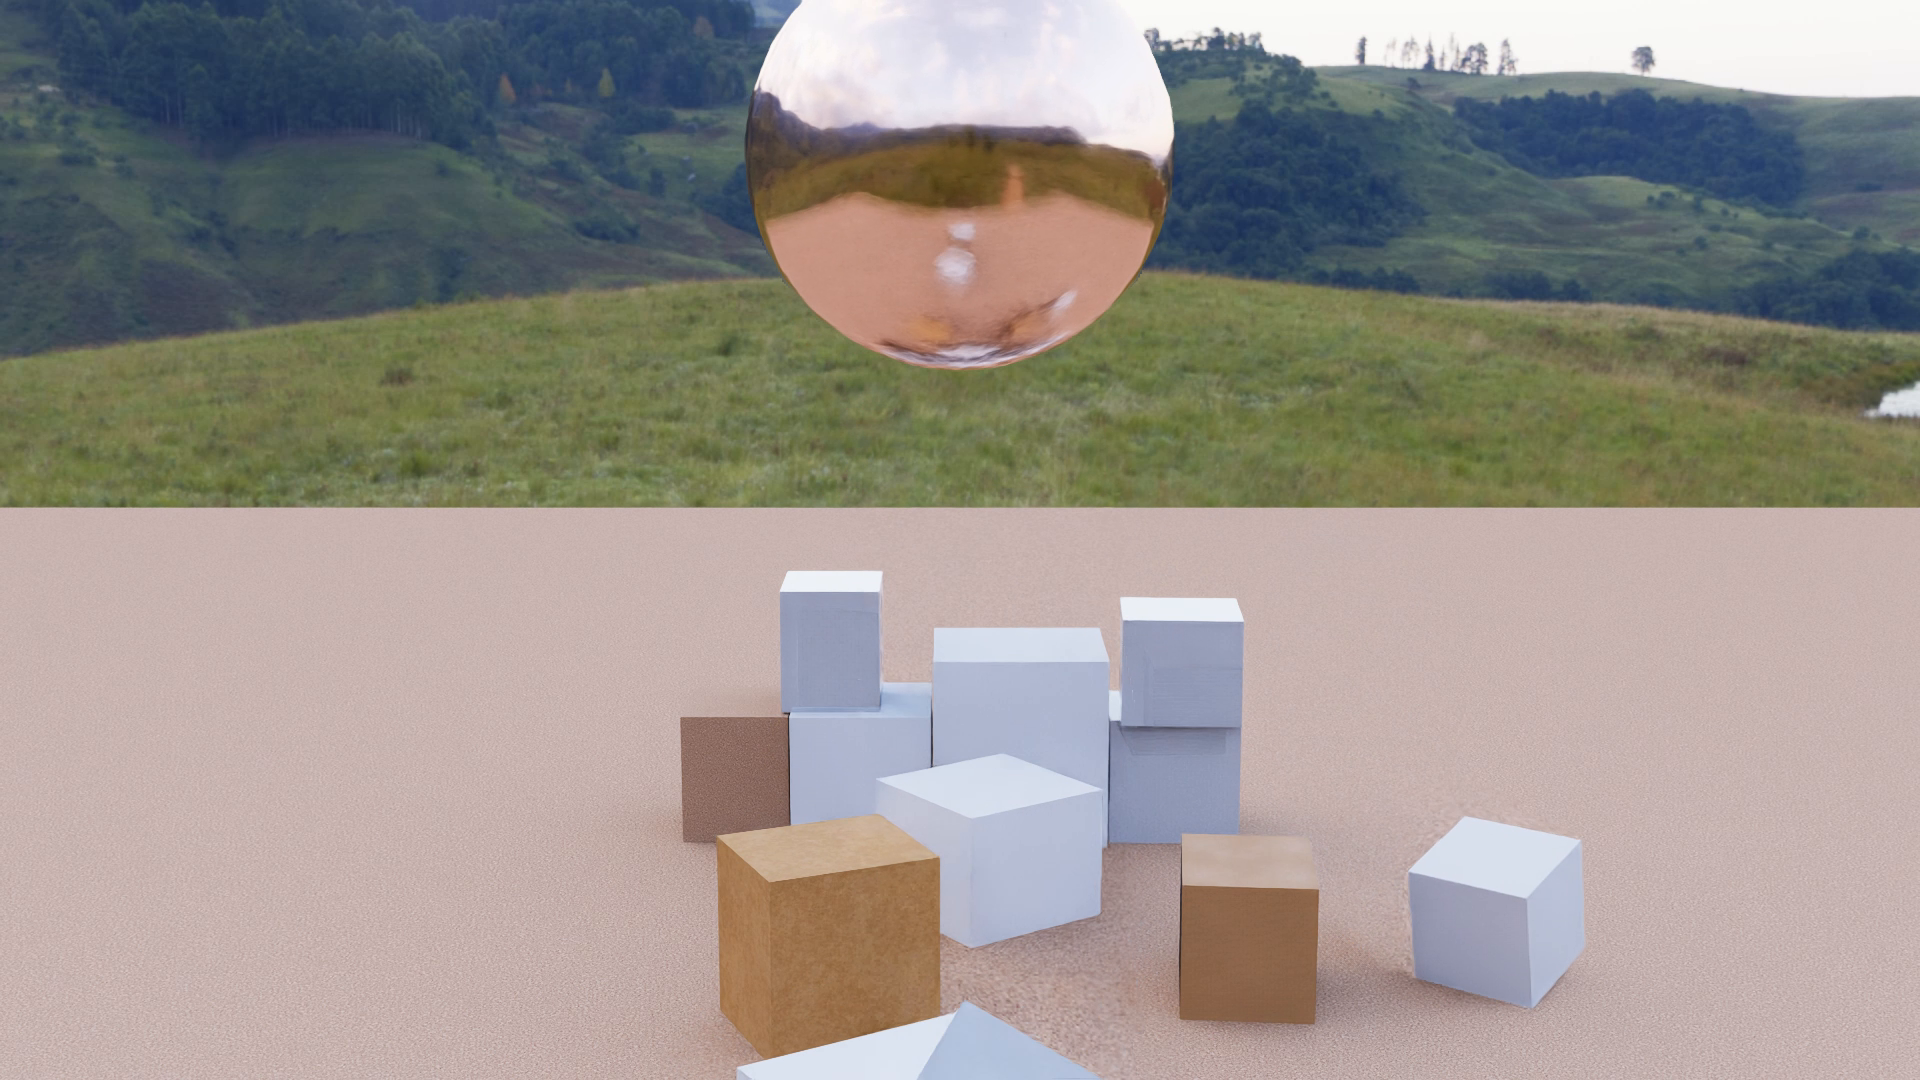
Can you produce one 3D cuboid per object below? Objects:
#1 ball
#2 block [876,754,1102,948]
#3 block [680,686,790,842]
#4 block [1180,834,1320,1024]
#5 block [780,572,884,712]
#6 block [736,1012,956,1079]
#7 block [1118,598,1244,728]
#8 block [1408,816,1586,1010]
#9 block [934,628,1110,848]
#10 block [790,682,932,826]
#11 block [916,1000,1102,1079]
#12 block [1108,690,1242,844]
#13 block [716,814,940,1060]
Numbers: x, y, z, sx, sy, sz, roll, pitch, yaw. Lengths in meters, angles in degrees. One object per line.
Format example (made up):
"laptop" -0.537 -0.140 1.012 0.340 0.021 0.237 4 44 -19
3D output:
"ball" 0.000 -1.433 8.181 1.600 1.600 1.600 0 10 0
"block" 0.129 1.412 10.136 0.740 0.595 0.745 -7 13 -35
"block" -1.132 1.154 11.386 0.540 0.655 0.622 0 10 0
"block" 1.190 1.605 9.149 0.542 0.568 0.671 1 10 5
"block" -0.651 0.516 11.274 0.495 0.621 0.524 0 10 0
"block" -0.104 1.971 6.437 0.821 0.819 0.764 -7 12 -32
"block" 1.112 0.612 11.125 0.594 0.537 0.543 0 10 3
"block" 2.266 1.559 9.264 0.528 0.517 0.532 8 25 38
"block" 0.302 1.005 11.356 0.874 0.959 0.777 0 10 0
"block" -0.500 1.150 11.381 0.705 0.665 0.715 0 10 0
"block" 0.111 1.563 5.313 0.578 0.565 0.470 28 -27 13
"block" 1.086 1.166 11.369 0.656 0.639 0.607 0 10 1
"block" -0.529 1.581 8.792 0.707 0.744 0.623 -5 11 -24
